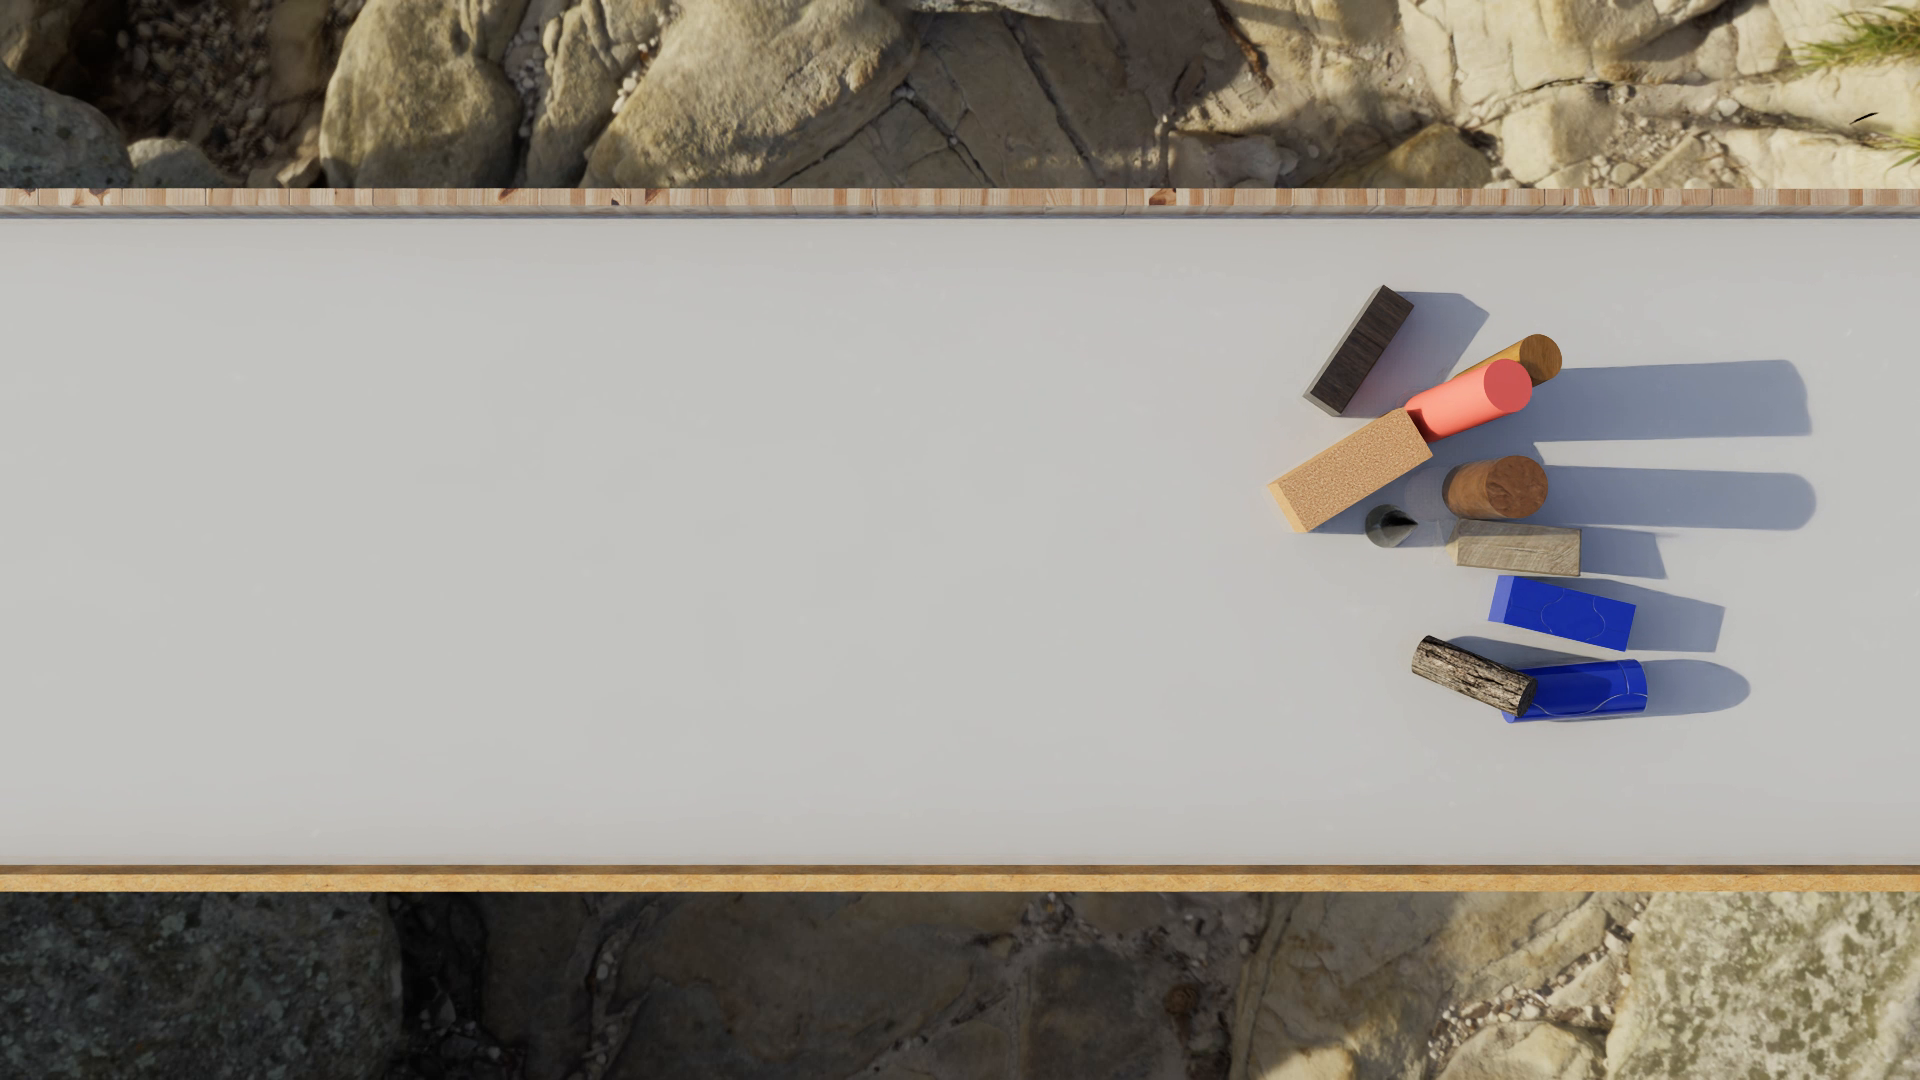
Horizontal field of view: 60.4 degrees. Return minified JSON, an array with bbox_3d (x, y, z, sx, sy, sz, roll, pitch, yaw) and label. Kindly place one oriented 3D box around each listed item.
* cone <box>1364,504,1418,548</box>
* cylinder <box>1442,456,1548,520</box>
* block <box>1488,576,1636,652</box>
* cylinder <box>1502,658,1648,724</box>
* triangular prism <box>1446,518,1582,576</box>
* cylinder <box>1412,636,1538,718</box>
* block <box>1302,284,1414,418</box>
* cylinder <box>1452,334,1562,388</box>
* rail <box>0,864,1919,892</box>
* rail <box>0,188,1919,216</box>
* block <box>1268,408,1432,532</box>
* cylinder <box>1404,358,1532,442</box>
[{"bbox_3d":[1.304,-0.044,4.861,0.136,0.424,0.136,0,90,3],"label":"cone"},{"bbox_3d":[1.572,-0.150,4.867,0.178,0.419,0.178,0,90,0],"label":"cylinder"},{"bbox_3d":[1.823,0.222,5.004,0.375,0.145,0.145,13,90,0],"label":"block"},{"bbox_3d":[1.850,0.457,4.993,0.391,0.167,0.167,-4,90,0],"label":"cylinder"},{"bbox_3d":[1.678,0.044,4.982,0.371,0.144,0.125,5,50,0],"label":"triangular prism"},{"bbox_3d":[1.534,0.405,4.927,0.340,0.126,0.126,24,90,35],"label":"cylinder"},{"bbox_3d":[1.211,-0.574,5.019,0.114,0.114,0.395,34,90,0],"label":"block"},{"bbox_3d":[1.604,-0.484,4.869,0.137,0.391,0.137,3,79,-13],"label":"cylinder"},{"bbox_3d":[-2.247,1.025,5.001,12.000,0.150,0.050,0,90,0],"label":"rail"},{"bbox_3d":[-2.247,-1.025,5.002,12.000,0.150,0.050,0,90,0],"label":"rail"},{"bbox_3d":[1.176,-0.209,4.991,0.440,0.170,0.170,-31,90,0],"label":"block"},{"bbox_3d":[1.483,-0.403,4.842,0.154,0.444,0.154,2,82,-14],"label":"cylinder"}]
